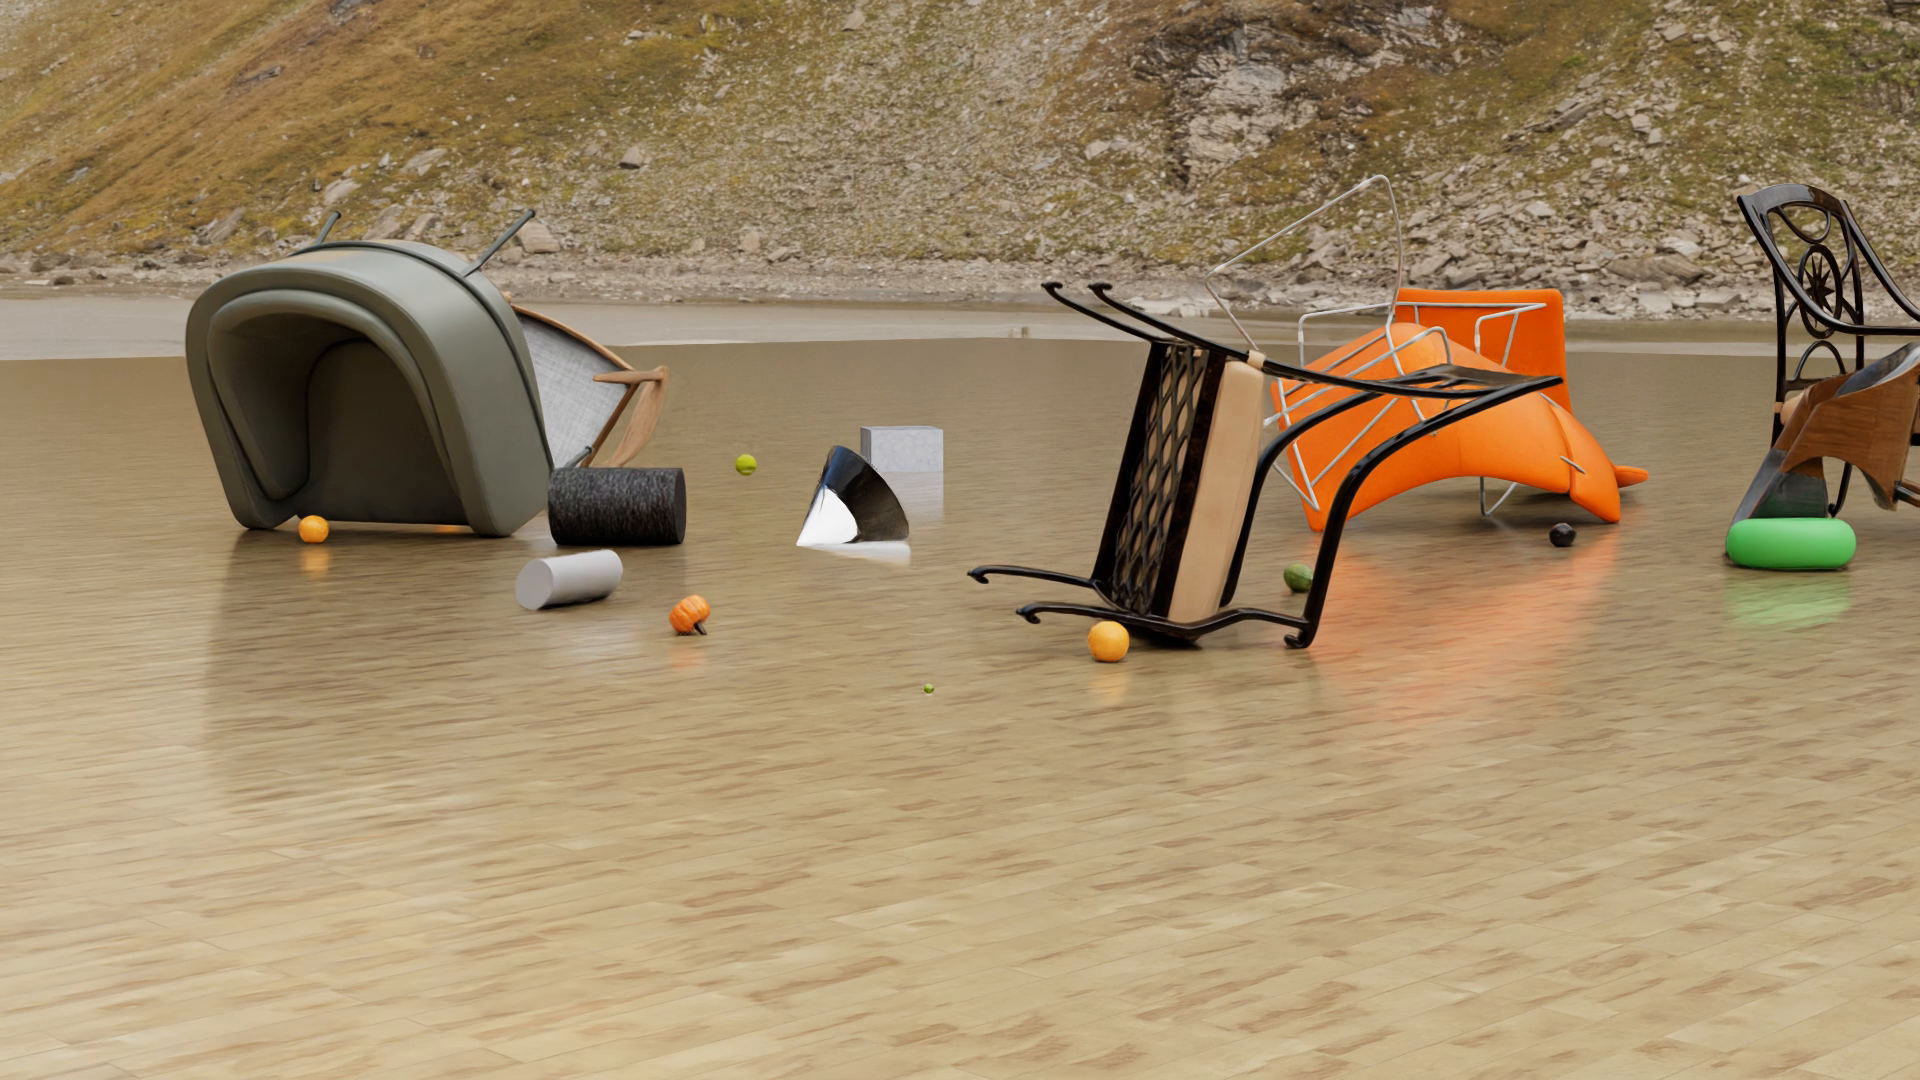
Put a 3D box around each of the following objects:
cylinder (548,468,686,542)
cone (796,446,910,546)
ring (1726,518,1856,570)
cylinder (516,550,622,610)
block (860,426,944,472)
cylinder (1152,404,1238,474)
[{"bbox_3d":[-0.841,-0.086,6.329,0.304,0.186,0.320,0,-1,-1],"label":"cylinder"},{"bbox_3d":[-0.314,-0.052,6.325,0.234,0.267,0.312,-37,53,-21],"label":"cone"},{"bbox_3d":[1.878,0.008,5.799,0.282,0.109,0.220,0,3,25],"label":"ring"},{"bbox_3d":[-0.784,0.079,5.155,0.085,0.109,0.219,46,25,18],"label":"cylinder"},{"bbox_3d":[-0.200,-0.313,8.770,0.245,0.139,0.235,-1,6,-11],"label":"block"},{"bbox_3d":[0.788,-0.340,8.585,0.278,0.228,0.141,-19,17,-40],"label":"cylinder"}]
